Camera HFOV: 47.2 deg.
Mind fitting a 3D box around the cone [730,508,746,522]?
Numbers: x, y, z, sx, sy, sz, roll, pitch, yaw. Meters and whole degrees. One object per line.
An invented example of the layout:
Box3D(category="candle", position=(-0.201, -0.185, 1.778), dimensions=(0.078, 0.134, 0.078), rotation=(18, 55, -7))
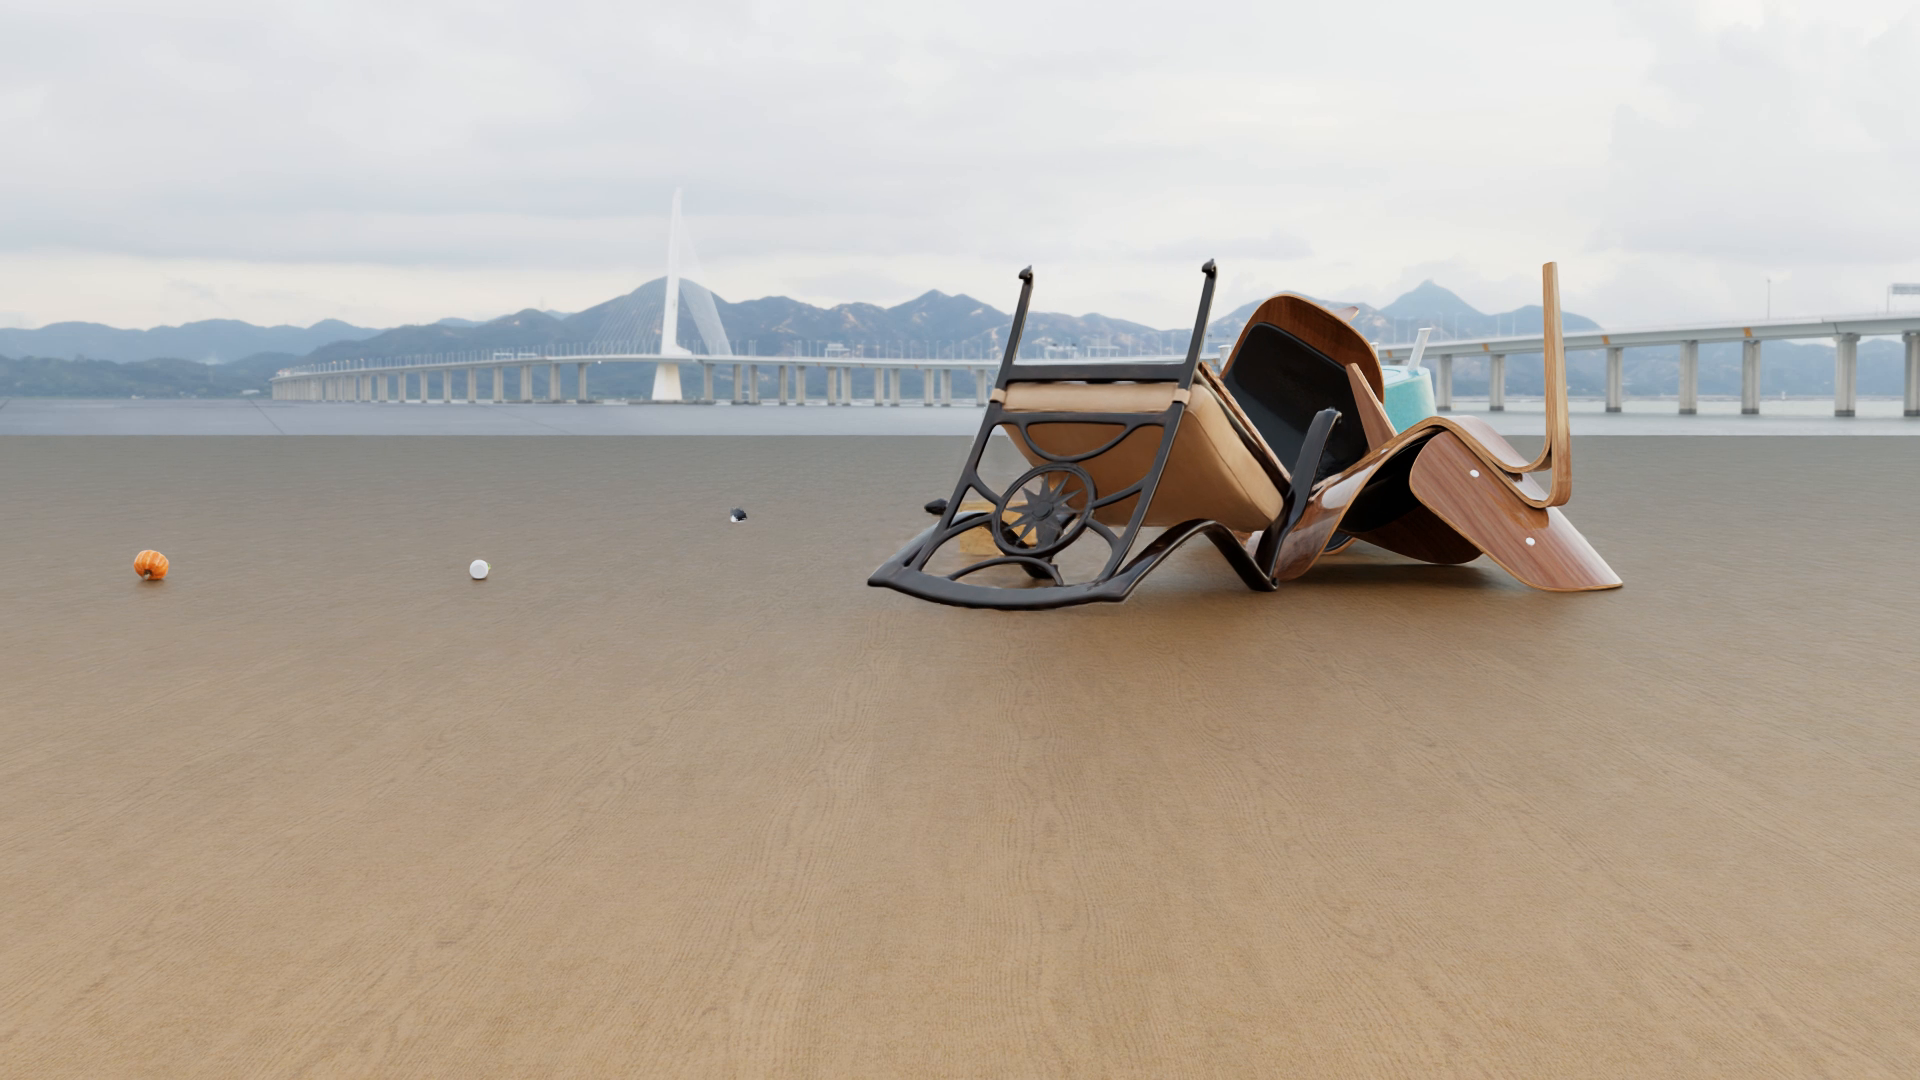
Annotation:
Box3D(category="cone", position=(-0.762, -0.073, 7.446), dimensions=(0.068, 0.050, 0.047), rotation=(16, 42, 18))

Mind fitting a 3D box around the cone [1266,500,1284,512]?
Box3D(category="cone", position=(1.147, -0.112, 8.021), dimensions=(0.062, 0.047, 0.063), rotation=(0, -17, 6))

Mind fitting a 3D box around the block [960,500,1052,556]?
Box3D(category="block", position=(0.126, -0.035, 6.032), dimensions=(0.216, 0.141, 0.138), rotation=(2, 4, 26))
